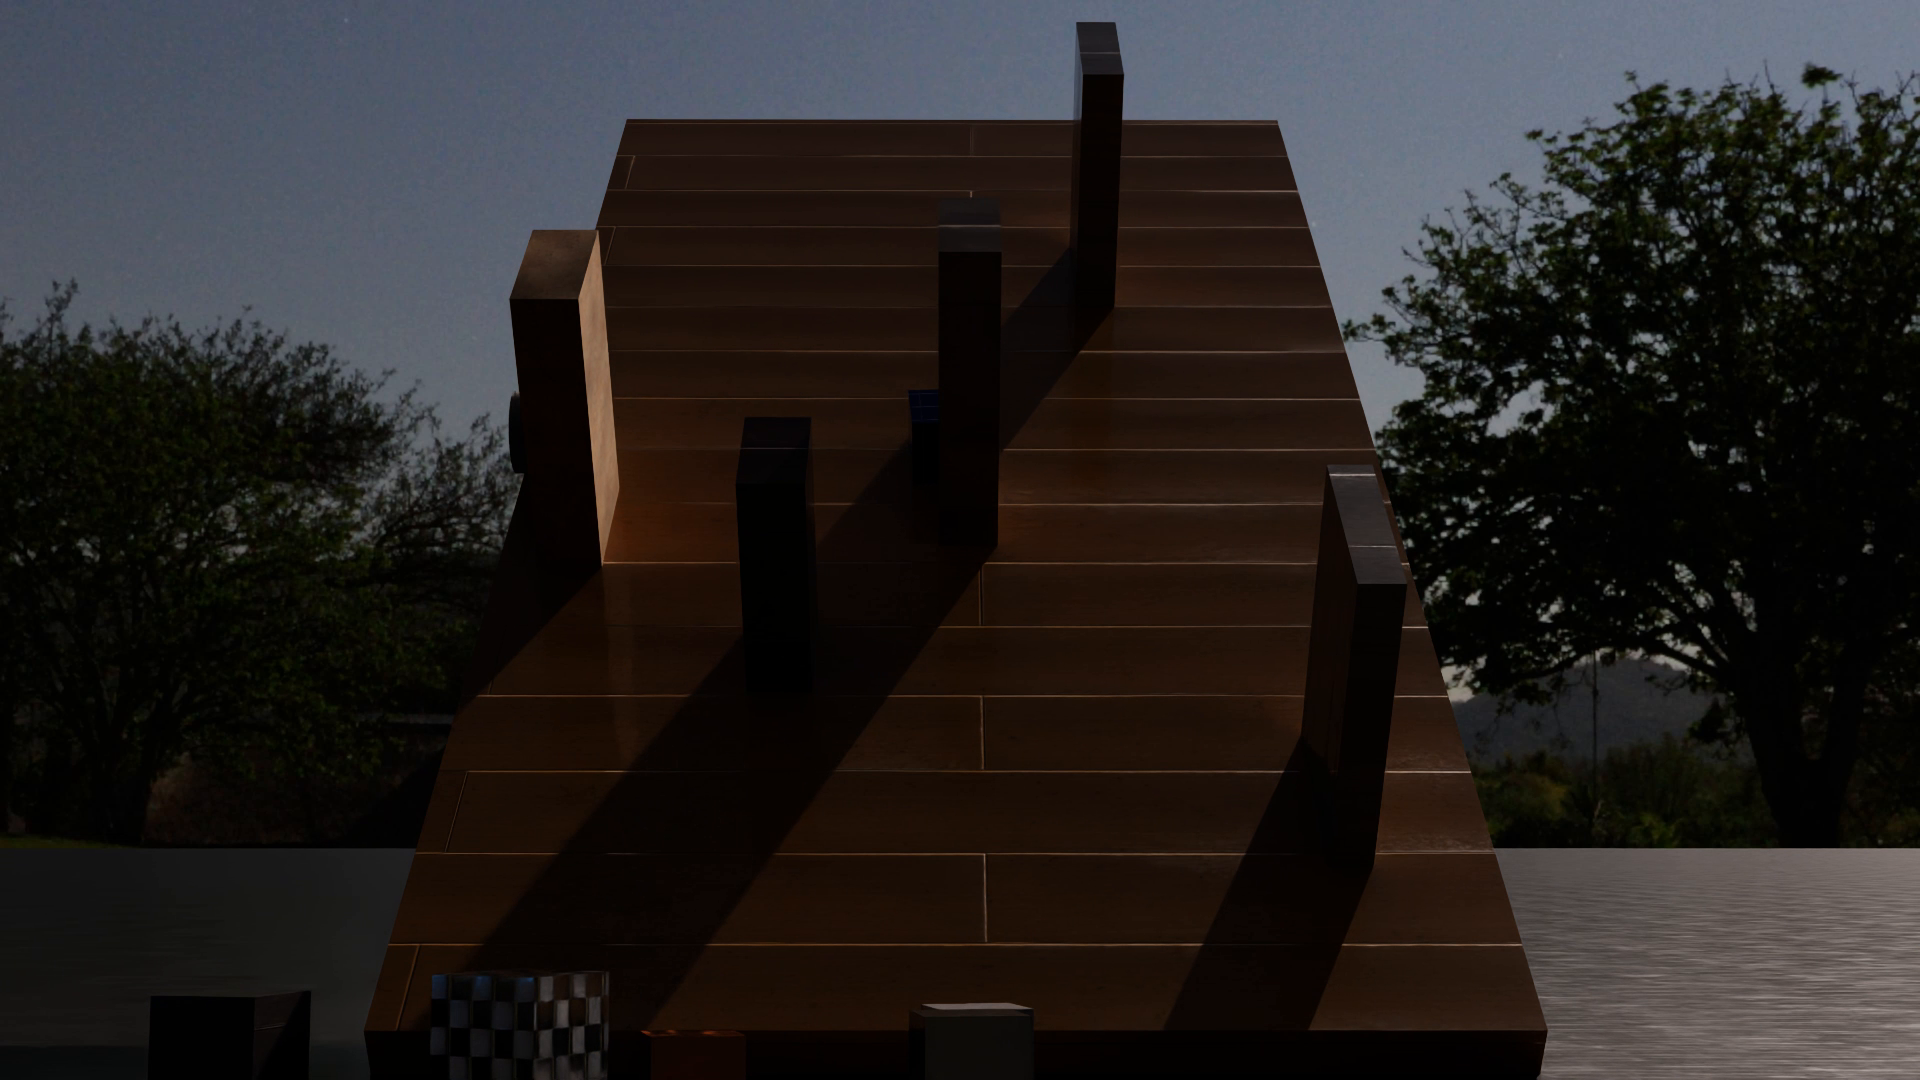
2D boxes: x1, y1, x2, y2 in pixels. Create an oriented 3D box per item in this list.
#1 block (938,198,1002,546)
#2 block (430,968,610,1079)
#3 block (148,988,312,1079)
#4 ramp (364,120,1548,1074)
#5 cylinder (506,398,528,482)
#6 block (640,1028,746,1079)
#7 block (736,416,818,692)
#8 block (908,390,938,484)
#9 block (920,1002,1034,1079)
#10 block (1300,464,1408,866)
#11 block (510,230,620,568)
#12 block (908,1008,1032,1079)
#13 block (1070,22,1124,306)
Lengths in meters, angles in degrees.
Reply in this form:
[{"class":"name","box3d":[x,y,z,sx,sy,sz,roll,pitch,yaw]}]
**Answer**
[{"class":"block","box3d":[0.019,-0.364,5.362,0.131,0.717,0.274,0,32,0]},{"class":"block","box3d":[-0.677,0.764,3.766,0.193,0.193,0.193,-4,-8,27]},{"class":"block","box3d":[-1.091,0.763,3.659,0.169,0.169,0.169,-2,-7,13]},{"class":"ramp","box3d":[-0.015,-0.190,5.853,2.000,0.100,4.000,0,32,0]},{"class":"cylinder","box3d":[-0.934,-0.251,5.669,0.192,0.192,0.192,-13,-4,-13]},{"class":"block","box3d":[-0.371,0.749,3.389,0.130,0.130,0.130,2,-7,-14]},{"class":"block","box3d":[-0.366,0.030,4.940,0.133,0.492,0.263,0,32,0]},{"class":"block","box3d":[-0.036,-0.243,5.694,0.159,0.159,0.159,-2,32,-4]},{"class":"block","box3d":[0.026,0.789,3.757,0.142,0.142,0.142,2,-7,-14]},{"class":"block","box3d":[0.719,0.230,4.507,0.085,0.620,0.403,0,32,0]},{"class":"block","box3d":[-0.854,-0.306,5.324,0.141,0.652,0.336,0,32,0]},{"class":"block","box3d":[0.013,0.752,3.495,0.151,0.151,0.151,1,-7,-10]},{"class":"block","box3d":[0.355,-0.986,6.426,0.103,0.645,0.371,0,32,0]}]
